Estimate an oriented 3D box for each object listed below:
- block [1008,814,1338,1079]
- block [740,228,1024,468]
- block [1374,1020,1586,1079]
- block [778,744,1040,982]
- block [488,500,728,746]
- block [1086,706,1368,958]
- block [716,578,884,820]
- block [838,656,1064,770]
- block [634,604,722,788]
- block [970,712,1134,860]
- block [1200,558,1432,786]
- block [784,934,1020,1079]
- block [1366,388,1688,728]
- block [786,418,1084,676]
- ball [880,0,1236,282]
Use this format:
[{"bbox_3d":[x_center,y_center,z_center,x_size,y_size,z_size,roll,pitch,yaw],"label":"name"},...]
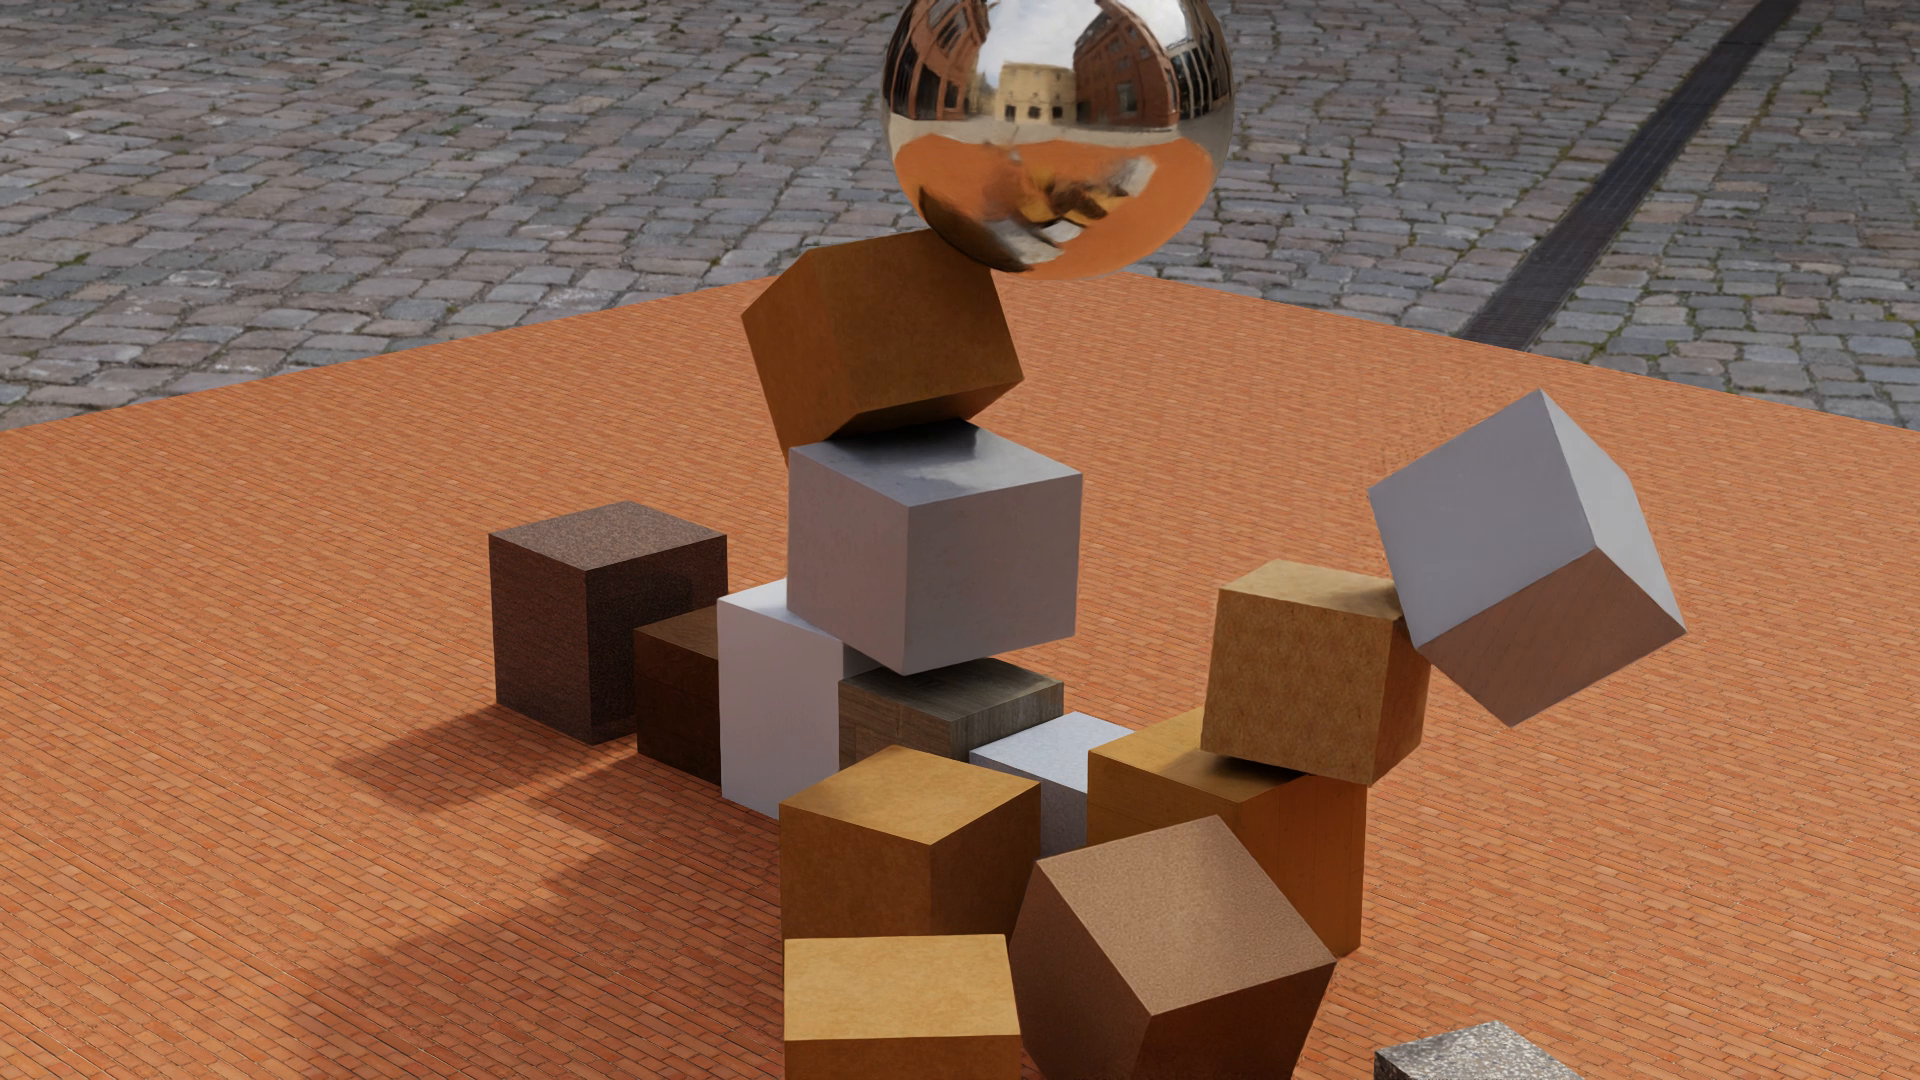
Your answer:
[{"bbox_3d":[0.769,1.694,11.229,0.852,0.776,0.827,-11,43,-30],"label":"block"},{"bbox_3d":[-0.380,-0.918,13.922,0.880,0.795,0.907,-13,-10,-27],"label":"block"},{"bbox_3d":[1.899,2.142,10.742,0.555,0.472,0.559,-8,19,-25],"label":"block"},{"bbox_3d":[-0.205,1.446,12.382,0.769,0.817,0.809,12,21,33],"label":"block"},{"bbox_3d":[-1.840,0.418,15.440,0.905,0.943,0.859,-16,23,-40],"label":"block"},{"bbox_3d":[1.139,1.328,12.570,0.826,0.928,0.866,16,24,42],"label":"block"},{"bbox_3d":[-0.554,0.774,14.174,0.840,1.024,0.888,-17,24,-42],"label":"block"},{"bbox_3d":[-0.042,1.052,13.592,0.732,0.843,0.735,-17,24,-42],"label":"block"},{"bbox_3d":[-1.131,0.767,14.794,0.704,0.666,0.734,-17,24,-42],"label":"block"},{"bbox_3d":[0.553,1.270,13.167,0.744,0.682,0.702,16,24,42],"label":"block"},{"bbox_3d":[1.517,0.538,12.279,0.735,0.689,0.793,11,13,22],"label":"block"},{"bbox_3d":[-0.216,2.003,10.441,0.801,0.918,0.797,-1,17,-3],"label":"block"},{"bbox_3d":[2.313,0.081,12.015,0.842,0.767,0.862,-32,45,24],"label":"block"},{"bbox_3d":[-0.129,0.010,13.580,0.966,0.798,0.973,-12,24,-34],"label":"block"},{"bbox_3d":[0.438,-1.966,13.183,1.600,1.600,1.600,0,17,0],"label":"ball"}]
